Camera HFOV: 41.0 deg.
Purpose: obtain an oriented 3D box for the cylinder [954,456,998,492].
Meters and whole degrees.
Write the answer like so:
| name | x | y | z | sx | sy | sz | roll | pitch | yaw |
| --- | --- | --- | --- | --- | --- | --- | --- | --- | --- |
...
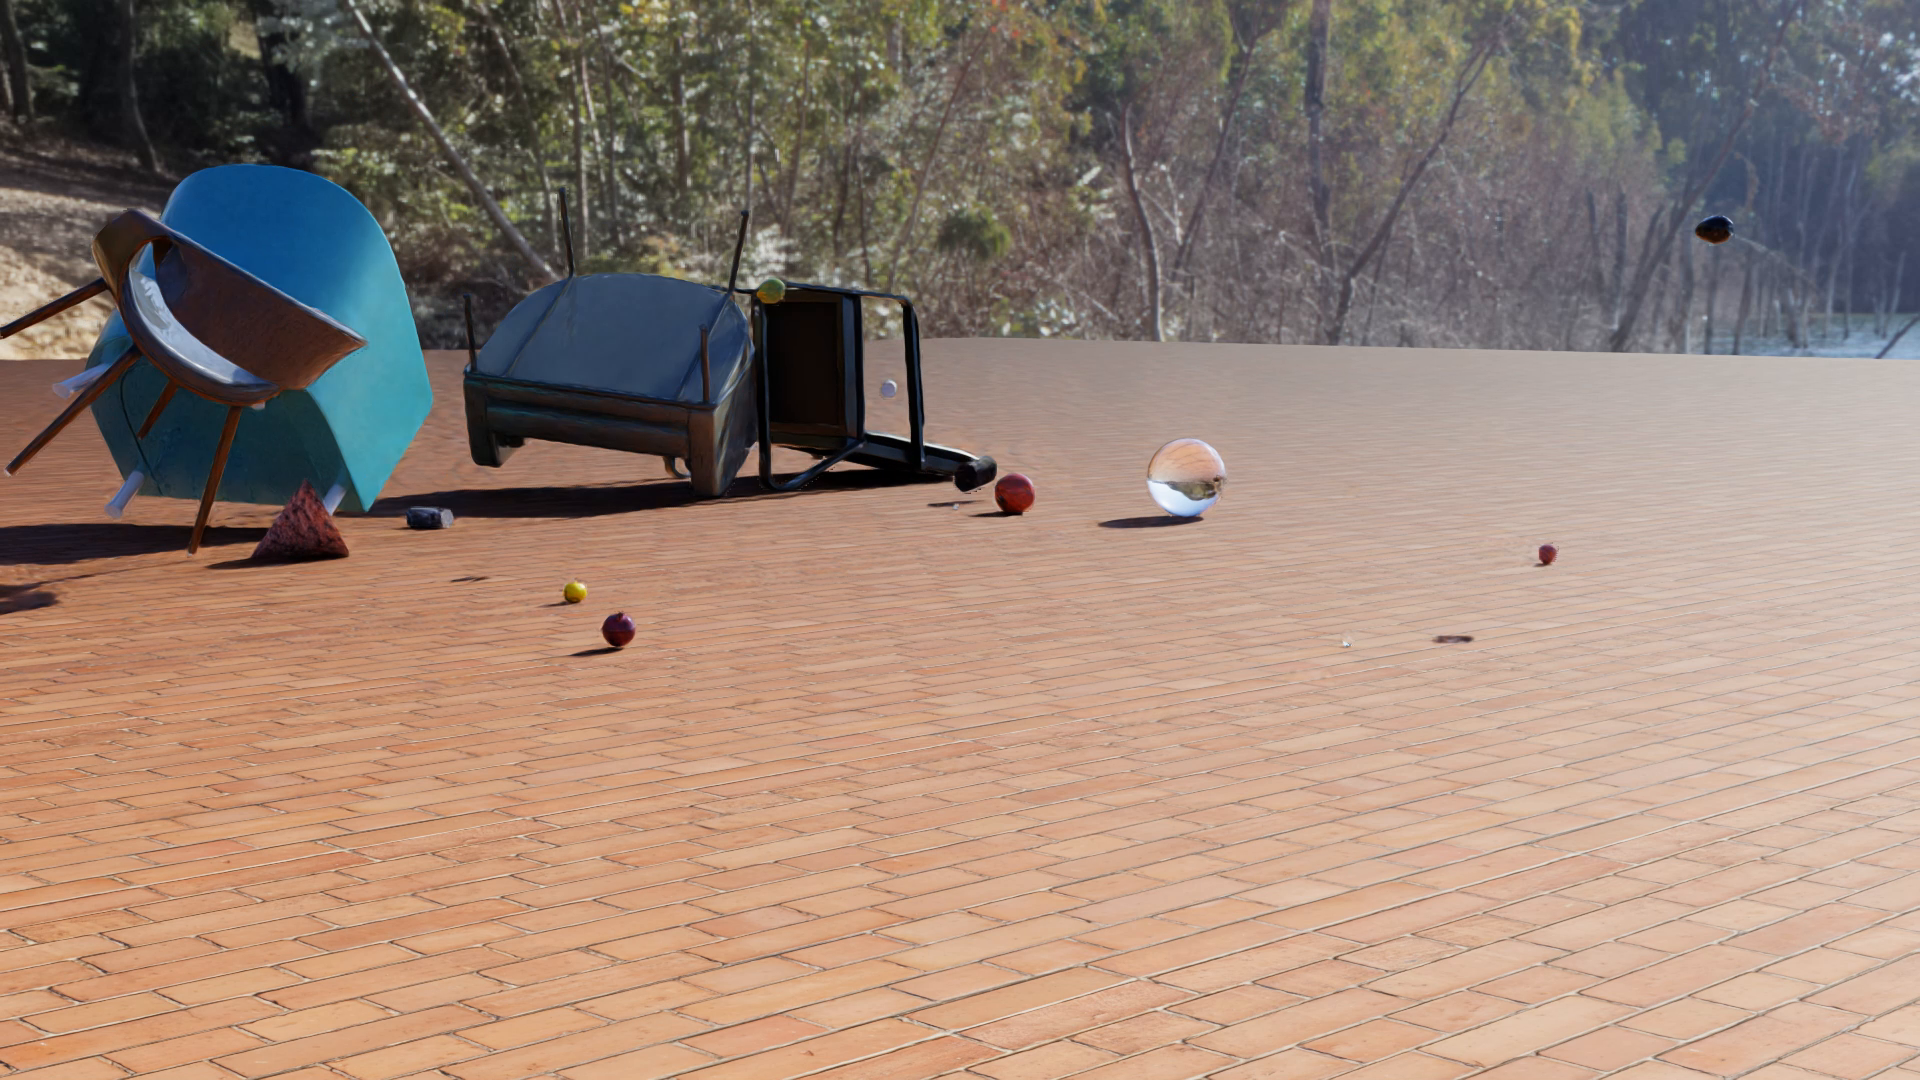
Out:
| name | x | y | z | sx | sy | sz | roll | pitch | yaw |
| --- | --- | --- | --- | --- | --- | --- | --- | --- | --- |
| cylinder | 0.047 | -0.194 | 7.516 | 0.096 | 0.075 | 0.096 | -23 | -20 | -46 |

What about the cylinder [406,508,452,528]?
| name | x | y | z | sx | sy | sz | roll | pitch | yaw |
| --- | --- | --- | --- | --- | --- | --- | --- | --- | --- |
| cylinder | -1.391 | -0.058 | 6.730 | 0.107 | 0.050 | 0.054 | 3 | -12 | 22 |

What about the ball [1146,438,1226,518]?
| name | x | y | z | sx | sy | sz | roll | pitch | yaw |
| --- | --- | --- | --- | --- | --- | --- | --- | --- | --- |
| ball | 0.619 | -0.171 | 7.013 | 0.217 | 0.217 | 0.217 | 0 | 6 | 0 |

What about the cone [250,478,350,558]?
| name | x | y | z | sx | sy | sz | roll | pitch | yaw |
| --- | --- | --- | --- | --- | --- | --- | --- | --- | --- |
| cone | -1.576 | -0.006 | 6.025 | 0.203 | 0.206 | 0.212 | -30 | 10 | -15 |

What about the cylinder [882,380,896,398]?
| name | x | y | z | sx | sy | sz | roll | pitch | yaw |
| --- | --- | --- | --- | --- | --- | --- | --- | --- | --- |
| cylinder | -0.221 | -0.472 | 8.000 | 0.045 | 0.049 | 0.046 | 4 | 14 | 2 |
